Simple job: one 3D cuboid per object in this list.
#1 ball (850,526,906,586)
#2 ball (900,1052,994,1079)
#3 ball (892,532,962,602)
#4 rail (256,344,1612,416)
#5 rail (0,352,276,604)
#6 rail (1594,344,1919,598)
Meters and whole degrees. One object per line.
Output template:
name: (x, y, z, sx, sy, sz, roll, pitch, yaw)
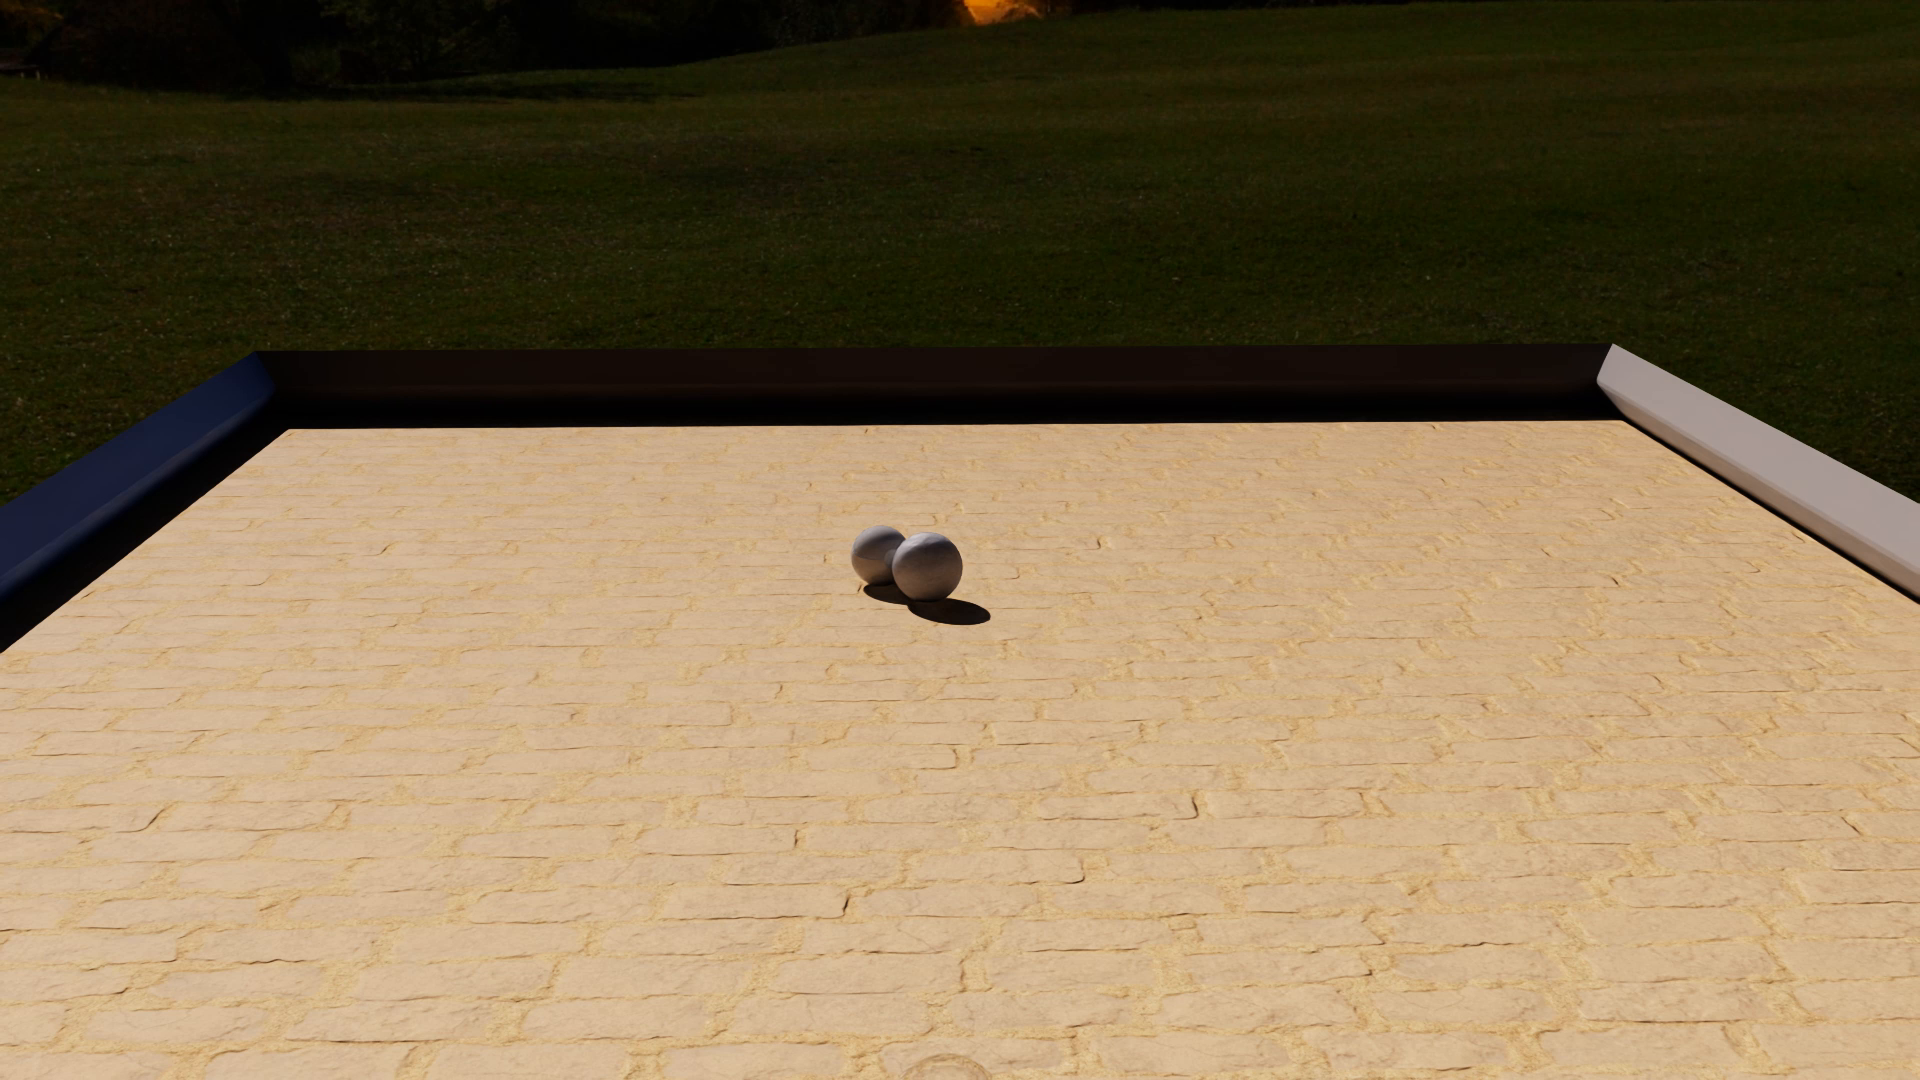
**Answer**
ball: (-0.104, 0.021, 2.885, 0.080, 0.080, 0.080, 0, 15, 0)
ball: (-0.009, 0.388, 1.496, 0.075, 0.075, 0.075, 0, 15, 0)
ball: (-0.042, 0.035, 2.810, 0.091, 0.091, 0.091, 0, 15, 0)
rail: (-0.034, -0.286, 3.975, 2.463, 0.118, 0.045, 0, 15, -2)
rail: (-1.172, 0.269, 1.863, 0.045, 0.118, 4.339, 0, 15, -2)
rail: (1.242, 0.249, 1.938, 0.045, 0.118, 4.339, 0, 15, -2)
